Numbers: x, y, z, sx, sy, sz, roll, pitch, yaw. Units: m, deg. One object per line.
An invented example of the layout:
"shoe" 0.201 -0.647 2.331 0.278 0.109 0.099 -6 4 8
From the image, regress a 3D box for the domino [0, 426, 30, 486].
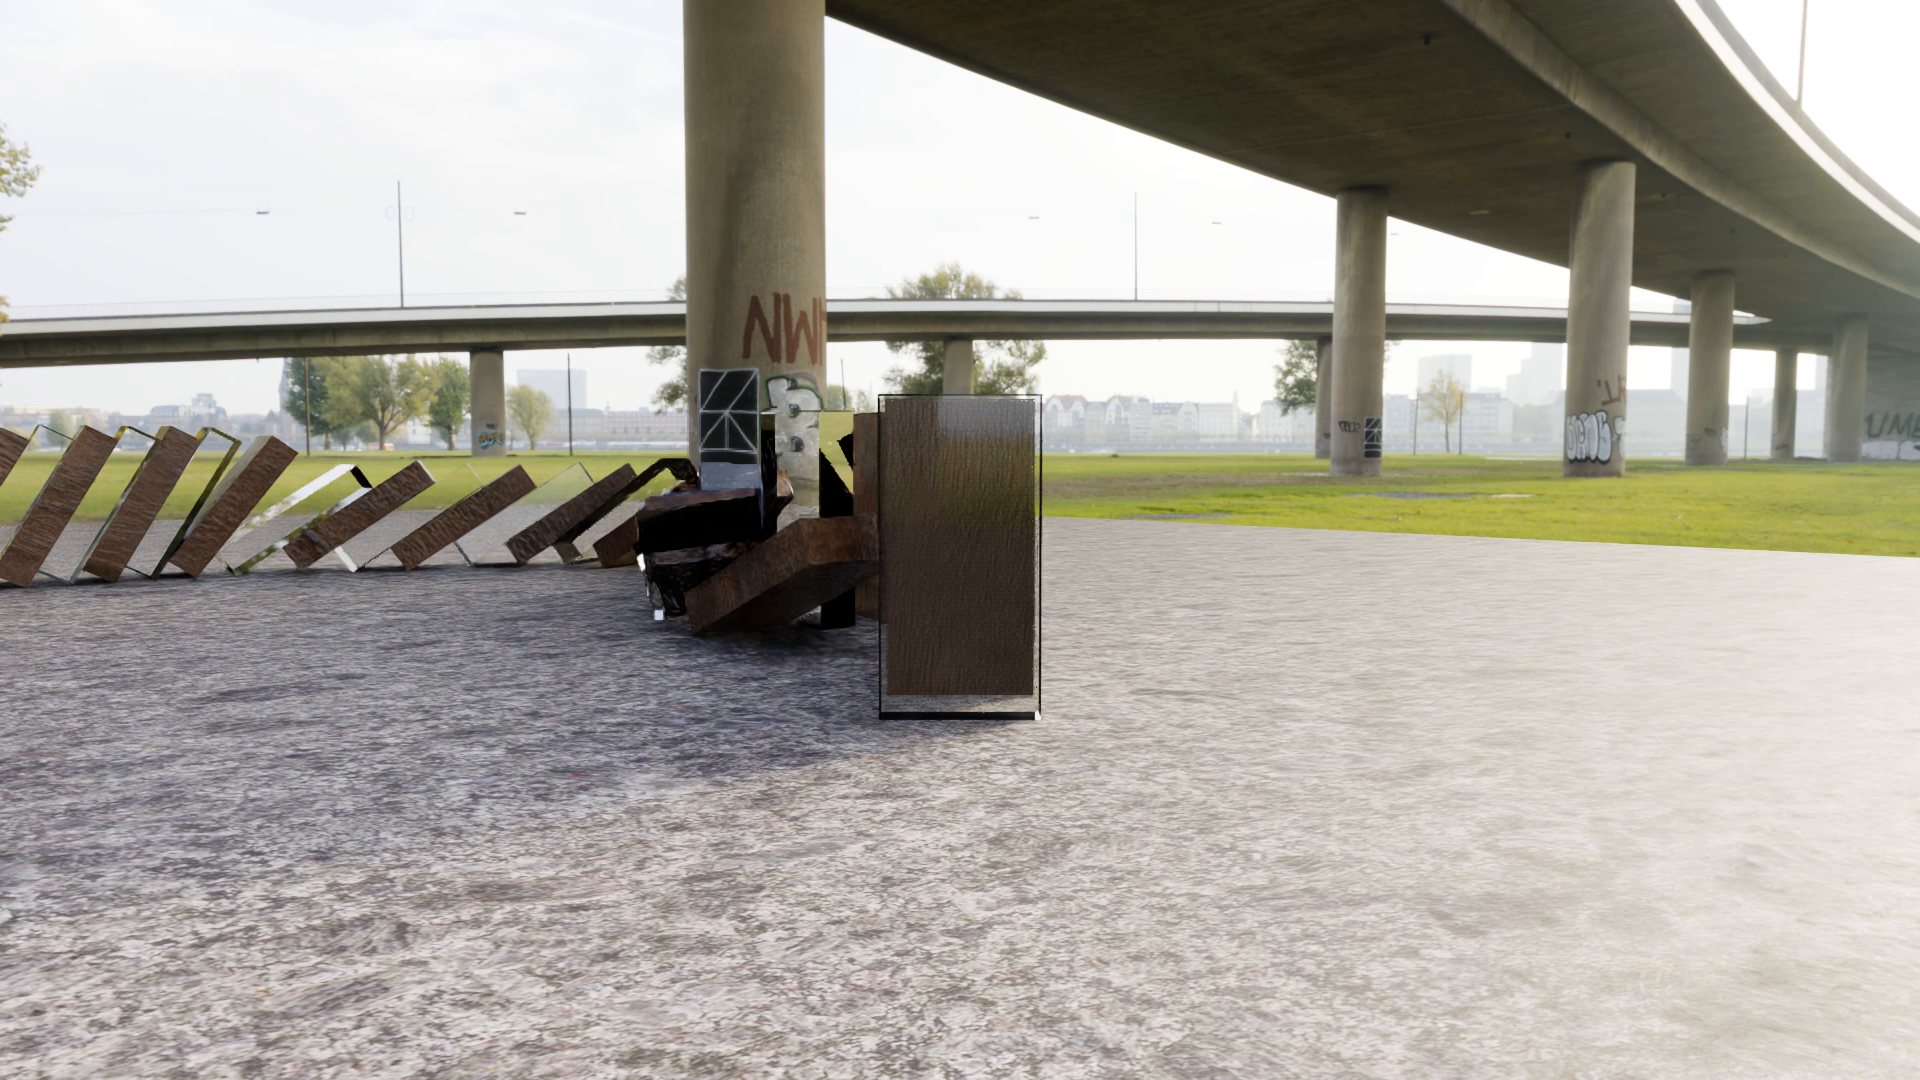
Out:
"domino" -0.294 -0.010 0.378 0.010 0.050 0.025 33 -17 -35

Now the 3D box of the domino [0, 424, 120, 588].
"domino" -0.276 -0.011 0.391 0.010 0.050 0.025 33 -17 -35

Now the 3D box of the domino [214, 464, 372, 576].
"domino" -0.226 -0.008 0.433 0.050 0.009 0.025 -41 27 -28

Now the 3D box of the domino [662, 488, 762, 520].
"domino" -0.064 0.001 0.339 0.025 0.009 0.050 -4 -21 -10

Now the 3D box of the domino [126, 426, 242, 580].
"domino" -0.251 -0.012 0.413 0.010 0.050 0.025 34 -17 -34

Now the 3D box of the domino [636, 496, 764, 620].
"domino" -0.058 0.005 0.290 0.025 0.009 0.050 -8 -18 -13

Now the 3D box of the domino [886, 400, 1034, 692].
"domino" 0.000 0.001 0.224 0.025 0.050 0.009 0 4 0

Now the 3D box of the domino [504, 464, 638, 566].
"domino" -0.137 -0.010 0.458 0.050 0.009 0.025 -35 11 -11

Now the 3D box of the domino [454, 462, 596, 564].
"domino" -0.154 -0.010 0.454 0.050 0.009 0.025 -36 11 -14

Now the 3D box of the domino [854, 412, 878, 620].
"domino" -0.020 -0.006 0.318 0.010 0.050 0.025 -2 5 -27

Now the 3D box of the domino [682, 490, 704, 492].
"domino" -0.065 0.000 0.363 0.025 0.009 0.050 -1 -21 -11

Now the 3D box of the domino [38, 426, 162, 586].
"domino" -0.268 -0.011 0.398 0.009 0.050 0.025 33 -17 -35

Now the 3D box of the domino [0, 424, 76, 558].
"domino" -0.285 -0.010 0.385 0.010 0.050 0.025 33 -16 -35

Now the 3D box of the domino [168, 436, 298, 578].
"domino" -0.241 -0.012 0.422 0.010 0.050 0.025 43 -22 -32

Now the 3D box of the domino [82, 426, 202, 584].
"domino" -0.259 -0.012 0.405 0.009 0.050 0.025 33 -17 -35

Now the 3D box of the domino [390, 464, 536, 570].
"domino" -0.172 -0.009 0.445 0.050 0.009 0.025 -36 15 -14

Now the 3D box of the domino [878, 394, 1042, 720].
"domino" 0.000 0.002 0.201 0.025 0.050 0.009 0 4 0

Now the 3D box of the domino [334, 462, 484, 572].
"domino" -0.188 -0.008 0.440 0.050 0.009 0.025 -37 15 -14

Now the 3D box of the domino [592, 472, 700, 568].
"domino" -0.099 -0.007 0.439 0.050 0.010 0.025 -31 -9 23

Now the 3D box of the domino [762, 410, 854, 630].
"domino" -0.036 -0.005 0.304 0.010 0.050 0.025 -4 6 -40

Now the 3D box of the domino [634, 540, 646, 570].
"domino" -0.083 -0.006 0.422 0.050 0.009 0.025 -35 -19 35

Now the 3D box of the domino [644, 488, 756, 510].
"domino" -0.062 0.003 0.316 0.025 0.009 0.050 -5 -21 -9

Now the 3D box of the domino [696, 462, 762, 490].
"domino" -0.067 -0.005 0.382 0.025 0.010 0.050 2 -31 -16

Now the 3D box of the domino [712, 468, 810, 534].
"domino" -0.070 -0.006 0.404 0.025 0.009 0.050 0 -29 -37

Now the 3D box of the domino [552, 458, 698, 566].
"domino" -0.116 -0.010 0.450 0.050 0.010 0.025 -36 -3 10

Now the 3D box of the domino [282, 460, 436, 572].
"domino" -0.203 -0.009 0.435 0.050 0.010 0.025 -37 15 -15

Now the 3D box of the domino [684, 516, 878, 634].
"domino" -0.036 0.008 0.277 0.025 0.009 0.050 -4 -17 -41
